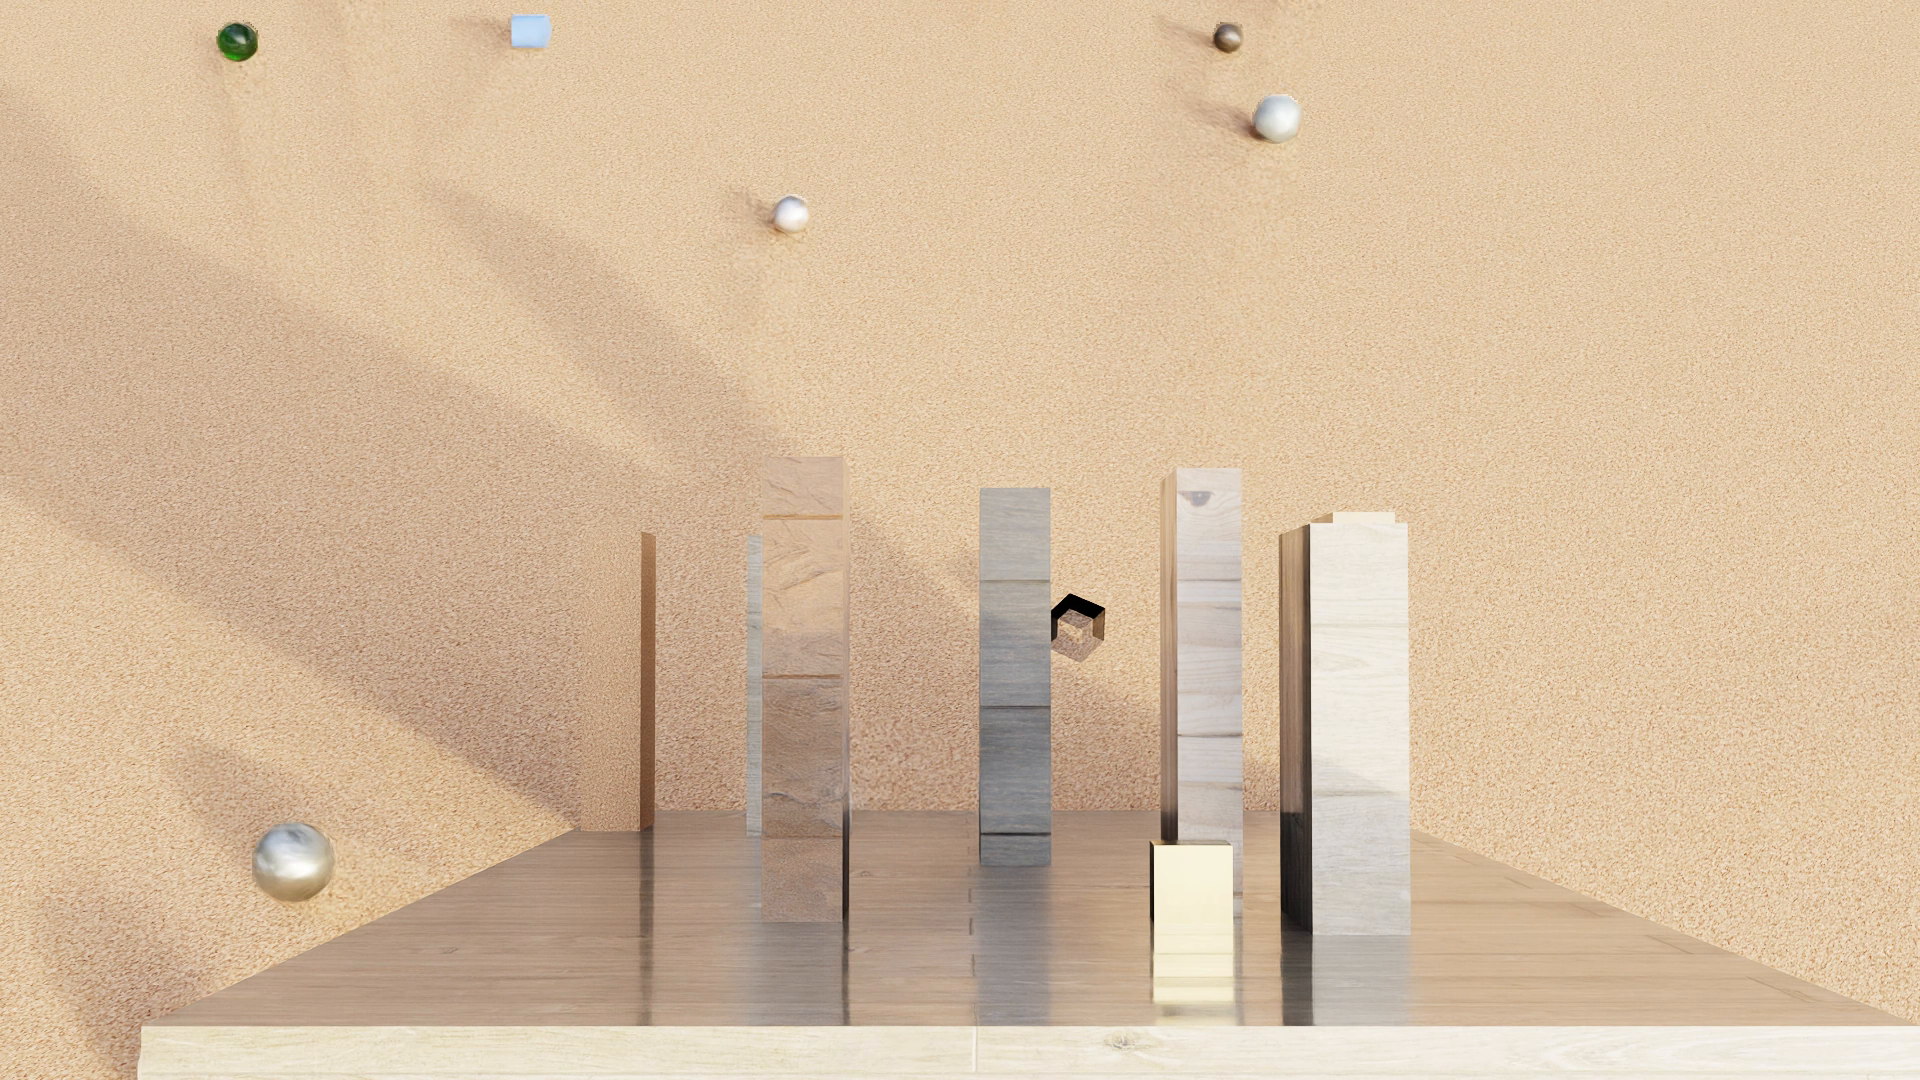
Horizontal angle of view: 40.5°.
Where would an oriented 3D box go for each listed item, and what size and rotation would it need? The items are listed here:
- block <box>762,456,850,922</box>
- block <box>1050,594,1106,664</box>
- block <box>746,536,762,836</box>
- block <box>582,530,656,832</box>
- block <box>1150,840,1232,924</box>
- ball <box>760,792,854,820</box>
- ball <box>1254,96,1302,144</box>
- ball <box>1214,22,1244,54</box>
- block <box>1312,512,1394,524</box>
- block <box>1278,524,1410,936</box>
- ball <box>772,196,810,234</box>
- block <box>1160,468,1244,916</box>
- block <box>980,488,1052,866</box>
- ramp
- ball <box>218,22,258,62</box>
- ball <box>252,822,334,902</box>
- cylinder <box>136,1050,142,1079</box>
[{"bbox_3d":[-0.247,0.237,4.194,0.126,0.727,0.248,0,-2,0],"label":"block"},{"bbox_3d":[0.336,0.255,7.563,0.124,0.124,0.124,23,42,28],"label":"block"},{"bbox_3d":[-0.445,0.342,6.169,0.087,0.689,0.395,0,-2,0],"label":"block"},{"bbox_3d":[-0.821,0.338,6.275,0.138,0.706,0.297,0,-2,0],"label":"block"},{"bbox_3d":[0.362,0.536,4.083,0.121,0.121,0.121,0,-2,1],"label":"block"},{"bbox_3d":[-0.322,0.560,5.481,0.194,0.194,0.194,0,37,0],"label":"ball"},{"bbox_3d":[1.224,-1.620,10.022,0.182,0.182,0.182,0,37,0],"label":"ball"},{"bbox_3d":[1.100,-2.057,10.657,0.122,0.122,0.122,0,37,0],"label":"ball"},{"bbox_3d":[0.949,0.317,6.289,0.145,0.749,0.383,0,-2,0],"label":"block"},{"bbox_3d":[0.597,0.289,4.072,0.145,0.613,0.392,0,-2,0],"label":"block"},{"bbox_3d":[-0.616,-1.184,9.477,0.137,0.137,0.137,0,37,0],"label":"ball"},{"bbox_3d":[0.399,0.250,4.336,0.103,0.715,0.360,0,-2,0],"label":"block"},{"bbox_3d":[0.110,0.277,5.325,0.139,0.746,0.369,0,-2,0],"label":"block"},{"bbox_3d":[0.081,0.682,4.917,2.000,0.100,4.000,0,-2,0],"label":"ramp"},{"bbox_3d":[-2.937,-2.026,10.585,0.158,0.158,0.158,0,37,0],"label":"ball"},{"bbox_3d":[-1.721,0.834,6.721,0.206,0.206,0.206,0,37,0],"label":"ball"},{"bbox_3d":[-1.812,1.258,6.155,0.203,0.203,0.203,2,37,2],"label":"cylinder"}]
